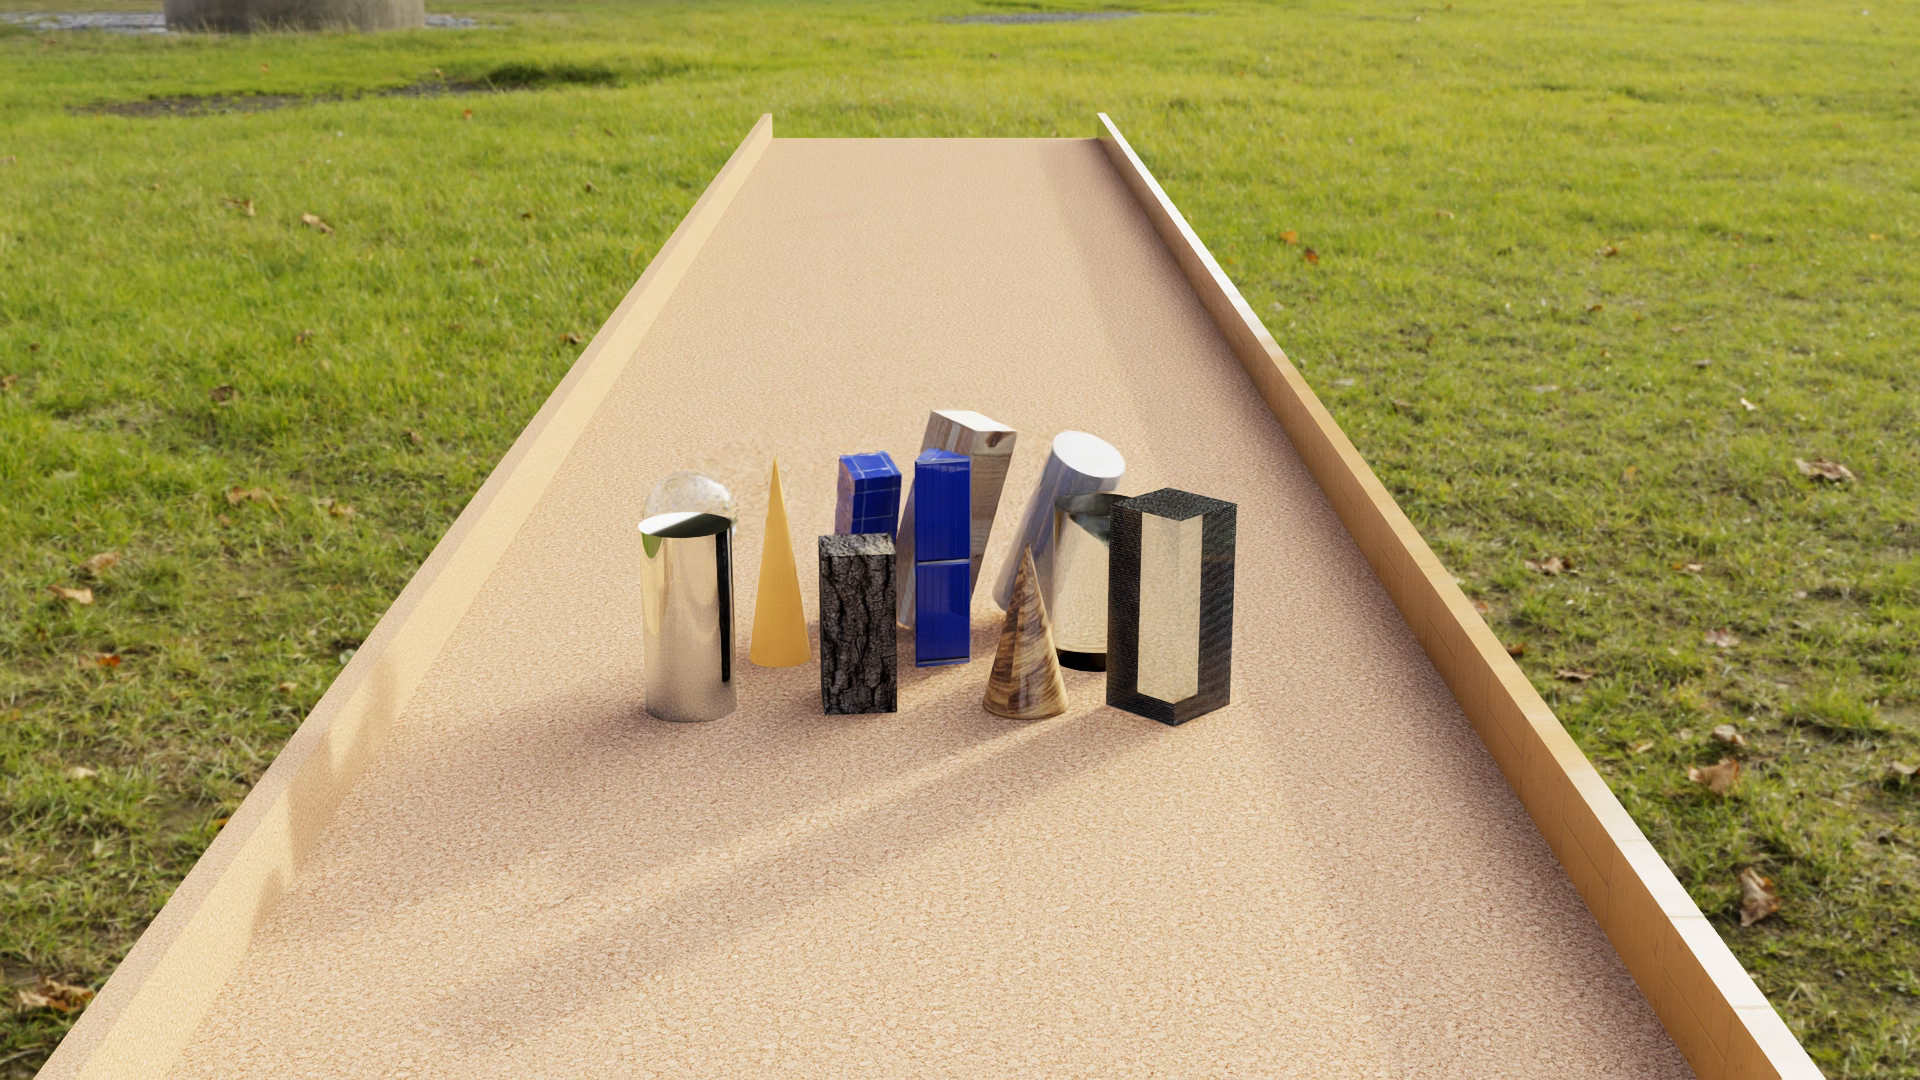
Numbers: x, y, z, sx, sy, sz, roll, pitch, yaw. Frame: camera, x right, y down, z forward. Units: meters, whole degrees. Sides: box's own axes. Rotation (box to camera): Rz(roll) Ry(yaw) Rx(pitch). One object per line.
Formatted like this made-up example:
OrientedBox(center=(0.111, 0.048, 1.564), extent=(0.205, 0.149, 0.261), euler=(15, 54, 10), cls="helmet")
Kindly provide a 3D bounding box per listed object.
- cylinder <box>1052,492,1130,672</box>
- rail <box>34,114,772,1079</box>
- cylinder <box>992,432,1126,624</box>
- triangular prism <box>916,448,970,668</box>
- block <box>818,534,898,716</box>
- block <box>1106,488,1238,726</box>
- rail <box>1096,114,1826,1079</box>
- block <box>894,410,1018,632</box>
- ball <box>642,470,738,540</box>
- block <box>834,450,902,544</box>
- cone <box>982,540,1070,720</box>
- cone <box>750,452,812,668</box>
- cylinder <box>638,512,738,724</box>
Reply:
OrientedBox(center=(0.272, 0.083, 4.386), extent=(0.173, 0.320, 0.173), euler=(0, 17, 0), cls="cylinder")
OrientedBox(center=(-1.118, -0.838, 7.780), extent=(0.050, 0.150, 12.000), euler=(0, 17, -1), cls="rail")
OrientedBox(center=(0.202, -0.023, 4.569), extent=(0.156, 0.390, 0.156), euler=(15, 34, -10), cls="cylinder")
OrientedBox(center=(-0.046, 0.033, 4.373), extent=(0.110, 0.423, 0.096), euler=(-4, 17, -14), cls="triangular prism")
OrientedBox(center=(-0.193, 0.158, 4.150), extent=(0.137, 0.312, 0.137), euler=(-2, 17, -6), cls="block")
OrientedBox(center=(0.395, 0.123, 4.120), extent=(0.167, 0.395, 0.167), euler=(16, 23, 42), cls="block")
OrientedBox(center=(0.932, -0.844, 7.801), extent=(0.050, 0.150, 12.000), euler=(0, 17, -1), cls="rail")
OrientedBox(center=(-0.026, -0.037, 4.522), extent=(0.130, 0.440, 0.130), euler=(27, 19, 36), cls="block")
OrientedBox(center=(-0.550, -0.045, 4.486), extent=(0.193, 0.193, 0.193), euler=(0, 17, 0), cls="ball")
OrientedBox(center=(-0.198, 0.002, 4.563), extent=(0.101, 0.360, 0.101), euler=(-7, 33, -21), cls="block")
OrientedBox(center=(0.125, 0.155, 4.129), extent=(0.166, 0.329, 0.166), euler=(0, 17, 0), cls="cone")
OrientedBox(center=(-0.362, 0.030, 4.372), extent=(0.125, 0.429, 0.125), euler=(0, 17, 0), cls="cone")
OrientedBox(center=(-0.508, 0.144, 4.114), extent=(0.172, 0.358, 0.172), euler=(0, 17, 0), cls="cylinder")
